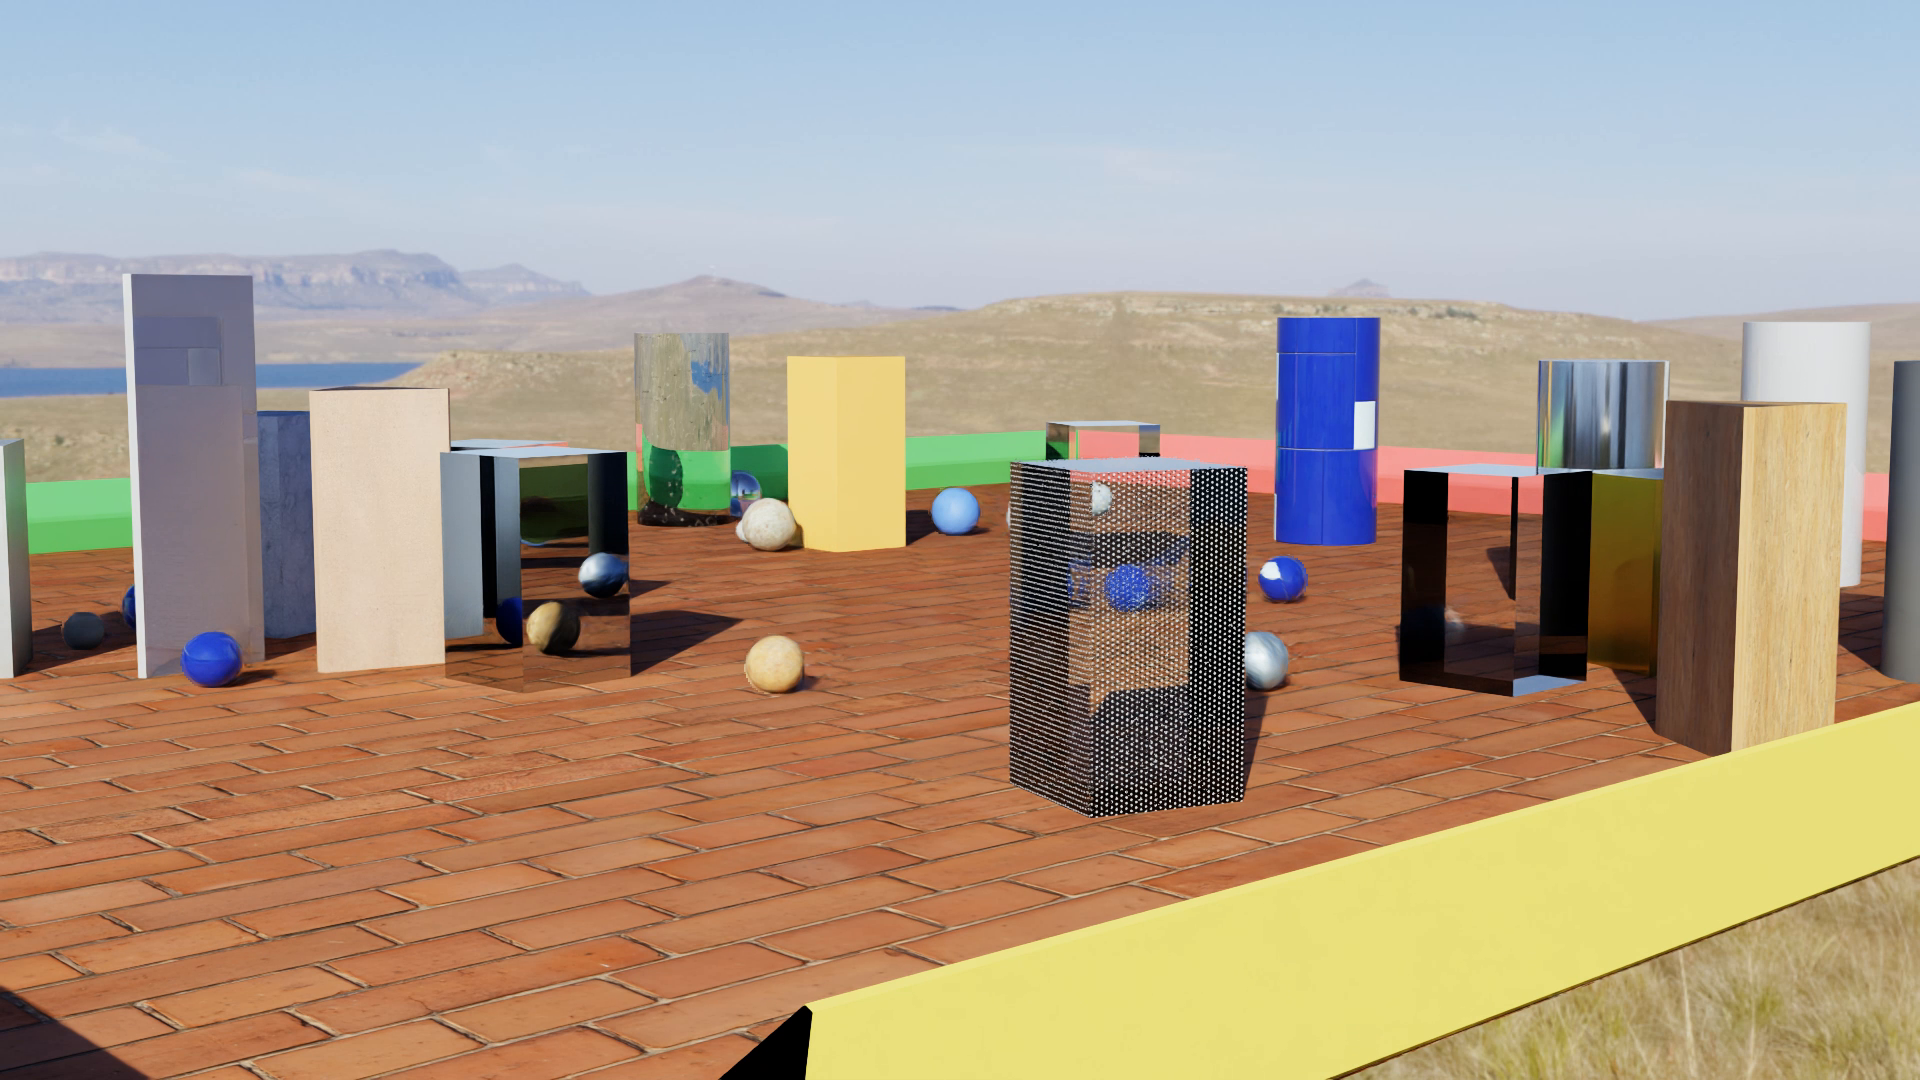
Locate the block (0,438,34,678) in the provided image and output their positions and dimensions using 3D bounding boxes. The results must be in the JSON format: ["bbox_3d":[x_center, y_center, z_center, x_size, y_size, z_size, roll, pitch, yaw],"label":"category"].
[{"bbox_3d":[-1.248,0.021,2.716,0.158,0.282,0.158,-2,6,-14],"label":"block"}]

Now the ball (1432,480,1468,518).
[{"bbox_3d":[1.060,-0.089,4.756,0.079,0.079,0.079,0,6,0],"label":"ball"}]

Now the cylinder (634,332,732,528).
[{"bbox_3d":[-0.581,-0.235,4.615,0.198,0.398,0.198,0,6,0],"label":"cylinder"}]

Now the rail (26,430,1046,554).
[{"bbox_3d":[-1.118,-0.092,4.537,3.893,0.129,0.045,-5,8,-42],"label":"rail"}]

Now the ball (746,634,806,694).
[{"bbox_3d":[-0.215,0.145,2.565,0.069,0.069,0.069,0,6,0],"label":"ball"}]

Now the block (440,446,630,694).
[{"bbox_3d":[-0.513,0.031,2.660,0.158,0.275,0.158,5,8,42],"label":"block"}]

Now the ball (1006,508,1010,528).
[{"bbox_3d":[0.128,-0.043,4.346,0.073,0.073,0.073,0,6,0],"label":"ball"}]

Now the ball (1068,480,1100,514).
[{"bbox_3d":[0.272,-0.094,4.834,0.073,0.073,0.073,0,6,0],"label":"ball"}]

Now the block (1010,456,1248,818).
[{"bbox_3d":[0.152,0.082,2.024,0.158,0.305,0.158,-3,7,-25],"label":"block"}]

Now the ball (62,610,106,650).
[{"bbox_3d":[-1.152,0.119,2.893,0.051,0.051,0.051,0,6,0],"label":"ball"}]

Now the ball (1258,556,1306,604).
[{"bbox_3d":[0.492,0.061,3.357,0.072,0.072,0.072,0,6,0],"label":"ball"}]

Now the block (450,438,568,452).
[{"bbox_3d":[-0.662,-0.007,3.099,0.158,0.259,0.158,3,7,24],"label":"block"}]

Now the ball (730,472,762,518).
[{"bbox_3d":[-0.476,-0.098,4.752,0.097,0.097,0.097,0,6,0],"label":"ball"}]

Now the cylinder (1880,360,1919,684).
[{"bbox_3d":[1.229,-0.023,2.662,0.198,0.383,0.198,0,6,0],"label":"cylinder"}]

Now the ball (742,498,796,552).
[{"bbox_3d":[-0.354,-0.028,4.076,0.099,0.099,0.099,0,6,0],"label":"ball"}]

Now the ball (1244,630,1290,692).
[{"bbox_3d":[0.351,0.142,2.581,0.071,0.071,0.071,0,6,0],"label":"ball"}]

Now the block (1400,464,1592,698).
[{"bbox_3d":[0.643,0.043,2.639,0.158,0.255,0.158,-6,8,-43],"label":"block"}]

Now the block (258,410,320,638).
[{"bbox_3d":[-0.968,-0.026,3.078,0.158,0.302,0.158,2,6,19],"label":"block"}]

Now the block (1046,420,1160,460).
[{"bbox_3d":[0.254,-0.088,3.946,0.158,0.244,0.158,-2,6,-17],"label":"block"}]

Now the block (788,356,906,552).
[{"bbox_3d":[-0.215,-0.167,4.157,0.158,0.359,0.158,-5,8,-39],"label":"block"}]

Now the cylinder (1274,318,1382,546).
[{"bbox_3d":[0.709,-0.214,4.254,0.198,0.431,0.198,0,6,0],"label":"cylinder"}]

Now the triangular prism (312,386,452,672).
[{"bbox_3d":[-0.753,-0.020,2.801,0.171,0.347,0.148,-4,7,-31],"label":"triangular prism"}]

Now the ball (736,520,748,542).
[{"bbox_3d":[-0.407,-0.018,4.225,0.047,0.047,0.047,0,6,0],"label":"ball"}]

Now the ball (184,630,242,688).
[{"bbox_3d":[-0.885,0.141,2.605,0.067,0.067,0.067,0,6,0],"label":"ball"}]

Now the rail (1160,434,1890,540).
[{"bbox_3d":[1.413,-0.102,4.629,0.045,0.129,3.346,-5,8,-42],"label":"rail"}]

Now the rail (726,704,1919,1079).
[{"bbox_3d":[1.118,0.159,2.126,3.893,0.129,0.045,-5,8,-42],"label":"rail"}]

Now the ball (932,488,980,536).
[{"bbox_3d":[-0.009,-0.056,4.355,0.096,0.096,0.096,0,6,0],"label":"ball"}]

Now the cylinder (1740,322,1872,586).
[{"bbox_3d":[1.387,-0.145,3.625,0.198,0.426,0.198,0,6,0],"label":"cylinder"}]

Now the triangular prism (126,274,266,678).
[{"bbox_3d":[-0.997,-0.087,2.760,0.148,0.488,0.171,5,8,39],"label":"triangular prism"}]

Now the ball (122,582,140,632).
[{"bbox_3d":[-1.114,0.092,3.028,0.077,0.077,0.077,0,6,0],"label":"ball"}]

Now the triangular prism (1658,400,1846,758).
[{"bbox_3d":[0.784,0.035,2.251,0.171,0.352,0.148,-5,8,-38],"label":"triangular prism"}]

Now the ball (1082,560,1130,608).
[{"bbox_3d":[0.219,0.066,3.305,0.072,0.072,0.072,0,6,0],"label":"ball"}]

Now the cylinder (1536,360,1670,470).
[{"bbox_3d":[0.999,-0.096,3.431,0.198,0.367,0.198,0,6,0],"label":"cylinder"}]

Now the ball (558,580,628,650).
[{"bbox_3d":[-0.482,0.099,2.888,0.091,0.091,0.091,0,6,0],"label":"ball"}]

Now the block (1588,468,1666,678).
[{"bbox_3d":[0.884,0.036,2.770,0.158,0.241,0.158,-2,6,-22],"label":"block"}]
